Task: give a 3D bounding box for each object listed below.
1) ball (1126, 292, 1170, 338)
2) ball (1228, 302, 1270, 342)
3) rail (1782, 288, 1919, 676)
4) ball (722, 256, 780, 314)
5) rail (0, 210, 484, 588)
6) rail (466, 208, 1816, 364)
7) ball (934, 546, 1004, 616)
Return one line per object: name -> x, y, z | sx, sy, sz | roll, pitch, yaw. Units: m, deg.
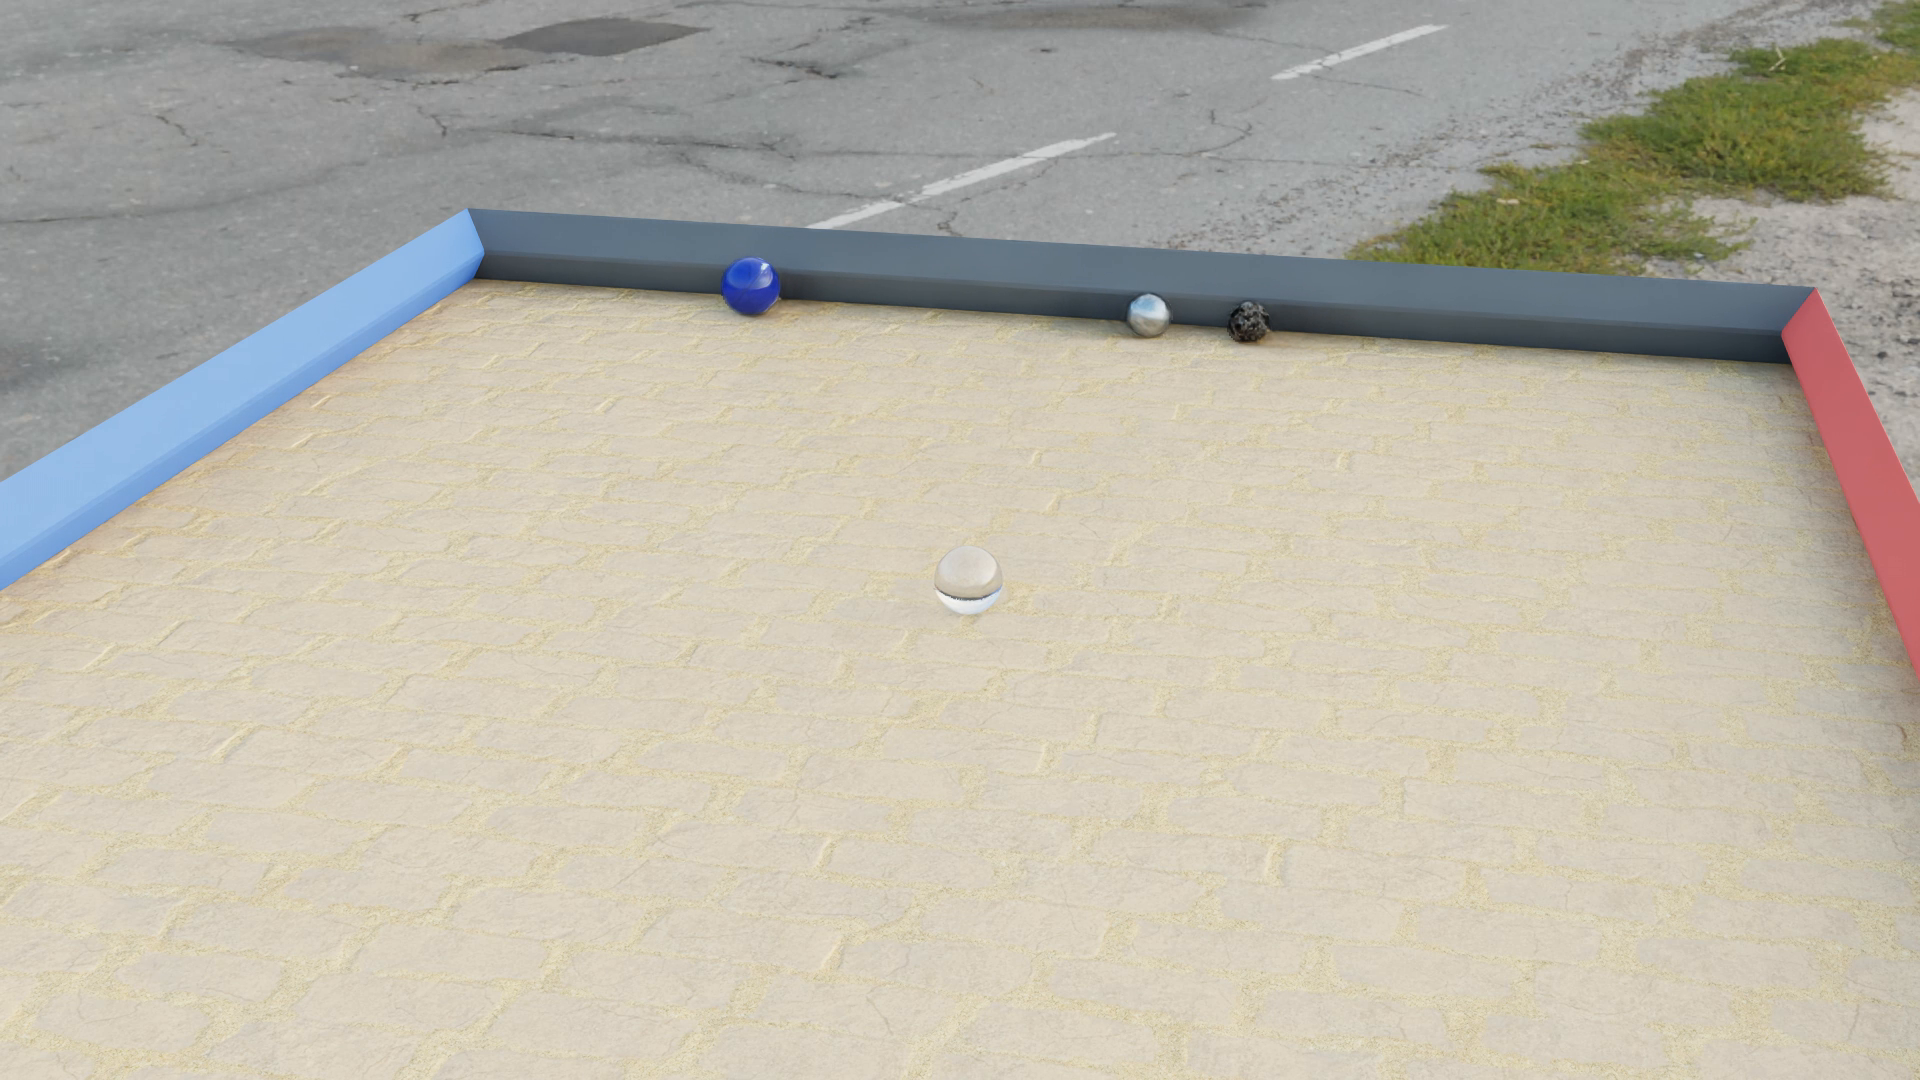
ball -> 0.282, -0.337, 3.290 | 0.066, 0.066, 0.066 | 0, 23, 0
ball -> 0.429, -0.324, 3.266 | 0.060, 0.060, 0.060 | 0, 23, 0
rail -> 0.772, 0.441, 1.392 | 0.045, 0.115, 3.933 | 5, 23, 11
ball -> -0.321, -0.392, 3.391 | 0.089, 0.089, 0.089 | 0, 23, 0
rail -> -1.198, 0.270, 1.794 | 0.045, 0.115, 3.933 | 5, 23, 11
rail -> 0.208, -0.385, 3.339 | 2.066, 0.115, 0.045 | 5, 23, 11
ball -> 0.009, 0.043, 2.382 | 0.076, 0.076, 0.076 | 0, 23, 0
